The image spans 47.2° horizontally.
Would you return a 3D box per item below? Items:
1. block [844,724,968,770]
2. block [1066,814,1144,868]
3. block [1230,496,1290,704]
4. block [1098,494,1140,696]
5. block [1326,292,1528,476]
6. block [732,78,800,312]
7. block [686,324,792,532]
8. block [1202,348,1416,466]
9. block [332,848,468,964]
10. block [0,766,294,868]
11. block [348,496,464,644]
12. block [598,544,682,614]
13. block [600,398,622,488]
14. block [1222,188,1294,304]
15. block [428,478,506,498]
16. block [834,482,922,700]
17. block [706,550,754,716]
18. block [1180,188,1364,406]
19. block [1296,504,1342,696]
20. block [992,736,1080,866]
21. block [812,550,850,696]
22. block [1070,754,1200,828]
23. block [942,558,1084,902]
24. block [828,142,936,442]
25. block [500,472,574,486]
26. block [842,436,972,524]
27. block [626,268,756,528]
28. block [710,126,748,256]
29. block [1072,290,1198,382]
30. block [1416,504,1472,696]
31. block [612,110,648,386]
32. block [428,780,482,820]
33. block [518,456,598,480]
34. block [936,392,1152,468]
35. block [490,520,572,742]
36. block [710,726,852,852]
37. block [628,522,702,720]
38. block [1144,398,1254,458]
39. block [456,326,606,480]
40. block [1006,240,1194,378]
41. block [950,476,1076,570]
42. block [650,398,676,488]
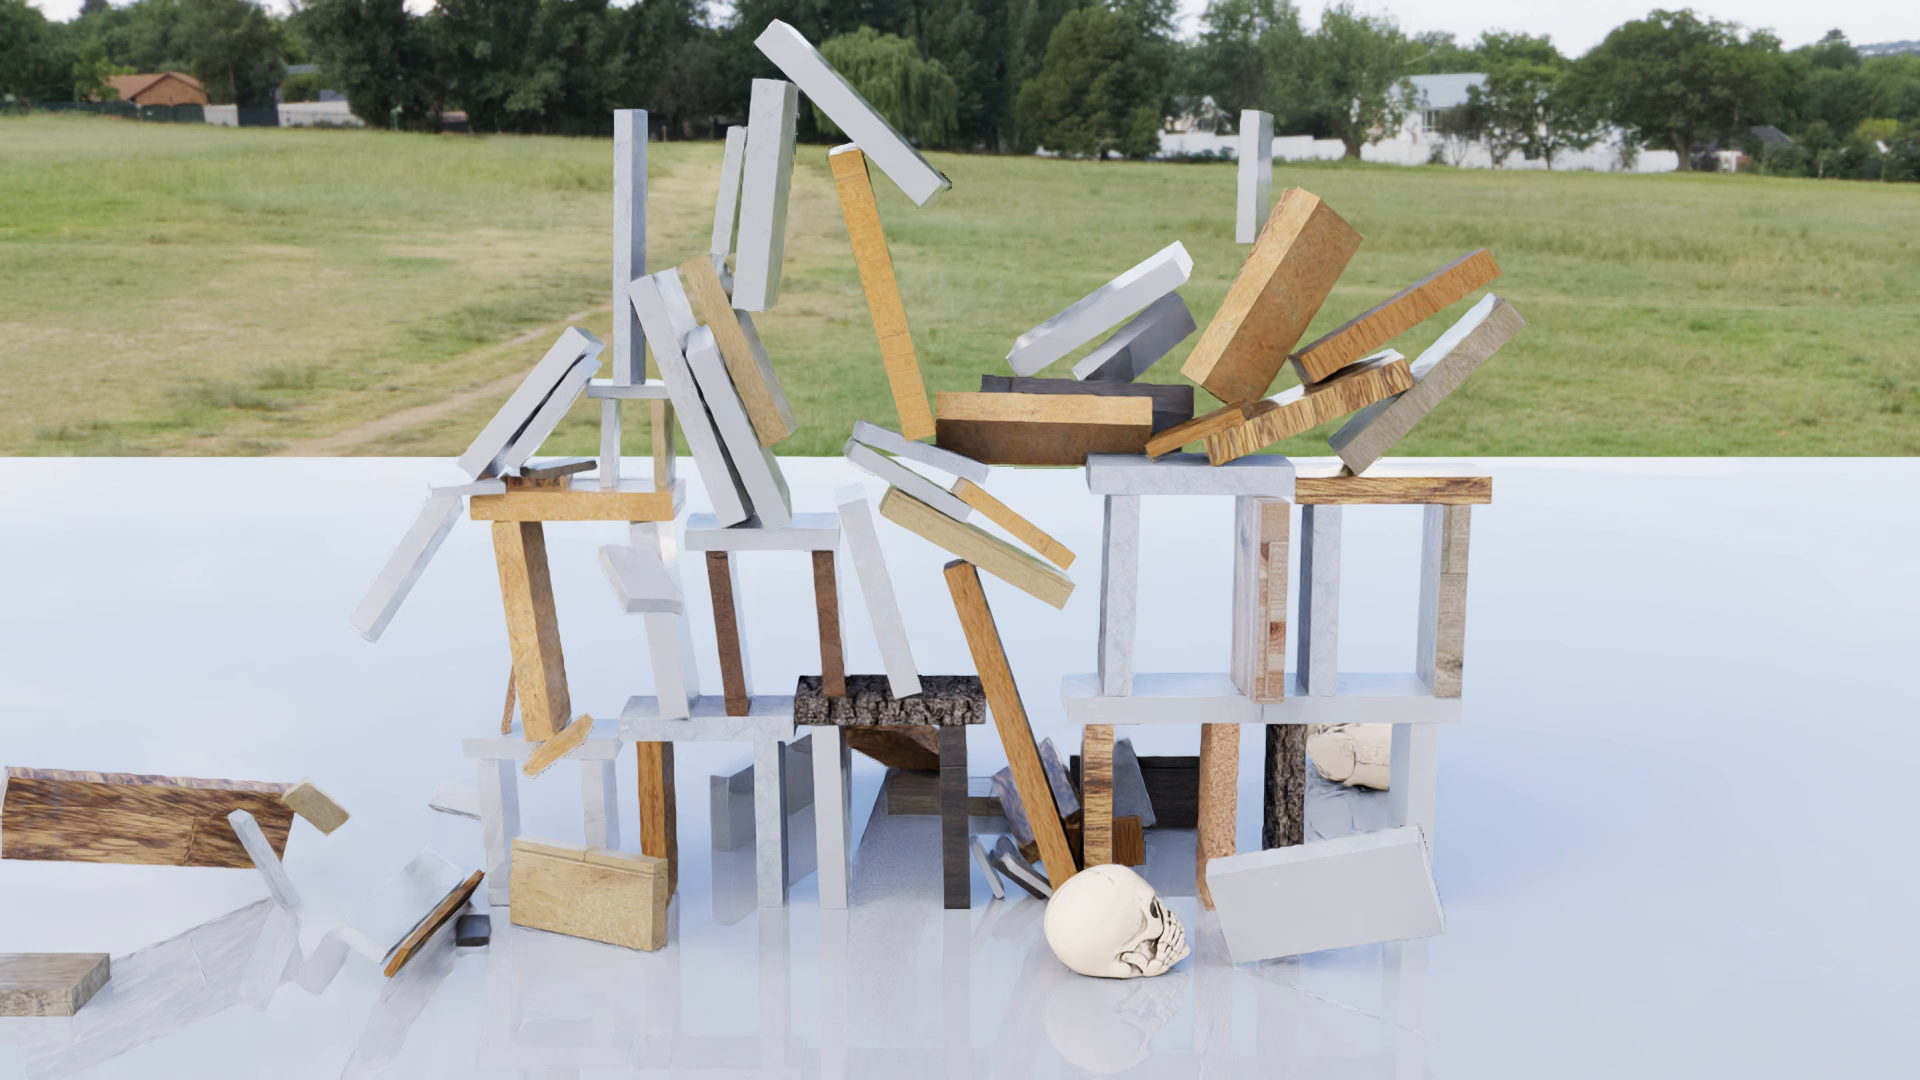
[{"bbox_3d":[-0.122,0.372,4.122,0.160,0.045,0.561,2,-13,13],"label":"block"},{"bbox_3d":[0.236,0.526,3.782,0.166,0.082,0.023,-5,5,-25],"label":"block"},{"bbox_3d":[0.479,0.086,3.517,0.046,0.322,0.161,-1,11,-7],"label":"block"},{"bbox_3d":[0.257,0.076,3.576,0.046,0.325,0.161,1,11,0],"label":"block"},{"bbox_3d":[0.741,-0.250,3.510,0.352,0.048,0.168,-43,4,10],"label":"block"},{"bbox_3d":[-0.304,-0.540,3.441,0.050,0.350,0.175,7,10,2],"label":"block"},{"bbox_3d":[-0.347,-0.179,3.473,0.044,0.310,0.155,-22,20,3],"label":"block"},{"bbox_3d":[0.549,-0.213,3.511,0.337,0.048,0.168,-22,8,7],"label":"block"},{"bbox_3d":[-0.868,0.566,3.441,0.082,0.023,0.533,33,3,-2],"label":"block"},{"bbox_3d":[-1.325,0.456,3.587,0.459,0.142,0.040,9,16,-35],"label":"block"},{"bbox_3d":[-0.927,0.041,3.684,0.039,0.274,0.137,32,-14,-3],"label":"block"},{"bbox_3d":[-0.479,0.058,3.291,0.082,0.023,0.165,3,27,-27],"label":"block"},{"bbox_3d":[-0.561,-0.162,3.533,0.020,0.143,0.072,4,11,0],"label":"block"},{"bbox_3d":[0.506,-0.462,3.600,0.030,0.212,0.106,31,4,22],"label":"block"},{"bbox_3d":[-0.775,-0.082,3.454,0.112,0.016,0.056,-4,11,-20],"label":"block"},{"bbox_3d":[-0.133,0.079,3.578,0.047,0.329,0.165,-16,11,-1],"label":"block"},{"bbox_3d":[-0.374,0.136,3.577,0.035,0.275,0.122,-6,13,0],"label":"block"},{"bbox_3d":[0.507,-0.382,3.567,0.049,0.347,0.174,36,6,36],"label":"block"},{"bbox_3d":[0.582,0.084,3.565,0.044,0.309,0.154,0,10,1],"label":"block"},{"bbox_3d":[0.144,0.464,3.946,0.130,0.037,0.316,-36,19,4],"label":"block"},{"bbox_3d":[-0.210,0.120,3.585,0.035,0.244,0.122,-4,11,1],"label":"block"},{"bbox_3d":[0.329,0.458,4.012,0.259,0.130,0.037,0,-2,1],"label":"block"},{"bbox_3d":[0.088,0.304,3.620,0.047,0.566,0.165,-19,3,2],"label":"block"},{"bbox_3d":[-0.122,-0.396,3.483,0.050,0.458,0.175,-15,14,1],"label":"block"},{"bbox_3d":[-0.683,-0.099,3.548,0.108,0.015,0.054,0,11,0],"label":"block"},{"bbox_3d":[-0.086,-0.098,3.560,0.215,0.030,0.108,29,3,-12],"label":"block"},{"bbox_3d":[-0.417,-0.229,3.499,0.044,0.407,0.155,-19,8,9],"label":"block"},{"bbox_3d":[-0.356,-0.546,3.434,0.028,0.196,0.098,10,12,-1],"label":"block"},{"bbox_3d":[0.291,-0.318,3.651,0.030,0.212,0.106,52,2,29],"label":"block"},{"bbox_3d":[0.781,0.085,3.559,0.044,0.309,0.154,1,10,1],"label":"block"},{"bbox_3d":[-0.520,-0.461,3.468,0.028,0.427,0.098,3,12,6],"label":"block"},{"bbox_3d":[-0.855,0.450,3.793,0.108,0.015,0.054,11,48,9],"label":"block"},{"bbox_3d":[-0.648,-0.117,3.548,0.112,0.016,0.056,-13,17,-42],"label":"block"},{"bbox_3d":[0.135,-0.179,3.610,0.347,0.049,0.174,2,-22,1],"label":"block"},{"bbox_3d":[-0.696,0.133,3.583,0.045,0.359,0.160,-7,10,2],"label":"block"},{"bbox_3d":[-0.327,0.441,4.094,0.039,0.137,0.486,4,11,23],"label":"block"},{"bbox_3d":[-0.479,0.115,3.576,0.045,0.320,0.160,-8,10,1],"label":"block"},{"bbox_3d":[0.380,-0.178,3.492,0.165,0.023,0.082,-21,8,21],"label":"block"},{"bbox_3d":[-0.686,-0.219,3.526,0.040,0.283,0.142,40,3,-1],"label":"block"},{"bbox_3d":[0.232,-0.380,3.637,0.320,0.045,0.160,-30,10,17],"label":"block"},{"bbox_3d":[0.086,-0.029,3.586,0.215,0.030,0.108,34,3,-10],"label":"block"},{"bbox_3d":[-0.476,-0.161,3.534,0.020,0.143,0.072,0,12,5],"label":"block"}]
